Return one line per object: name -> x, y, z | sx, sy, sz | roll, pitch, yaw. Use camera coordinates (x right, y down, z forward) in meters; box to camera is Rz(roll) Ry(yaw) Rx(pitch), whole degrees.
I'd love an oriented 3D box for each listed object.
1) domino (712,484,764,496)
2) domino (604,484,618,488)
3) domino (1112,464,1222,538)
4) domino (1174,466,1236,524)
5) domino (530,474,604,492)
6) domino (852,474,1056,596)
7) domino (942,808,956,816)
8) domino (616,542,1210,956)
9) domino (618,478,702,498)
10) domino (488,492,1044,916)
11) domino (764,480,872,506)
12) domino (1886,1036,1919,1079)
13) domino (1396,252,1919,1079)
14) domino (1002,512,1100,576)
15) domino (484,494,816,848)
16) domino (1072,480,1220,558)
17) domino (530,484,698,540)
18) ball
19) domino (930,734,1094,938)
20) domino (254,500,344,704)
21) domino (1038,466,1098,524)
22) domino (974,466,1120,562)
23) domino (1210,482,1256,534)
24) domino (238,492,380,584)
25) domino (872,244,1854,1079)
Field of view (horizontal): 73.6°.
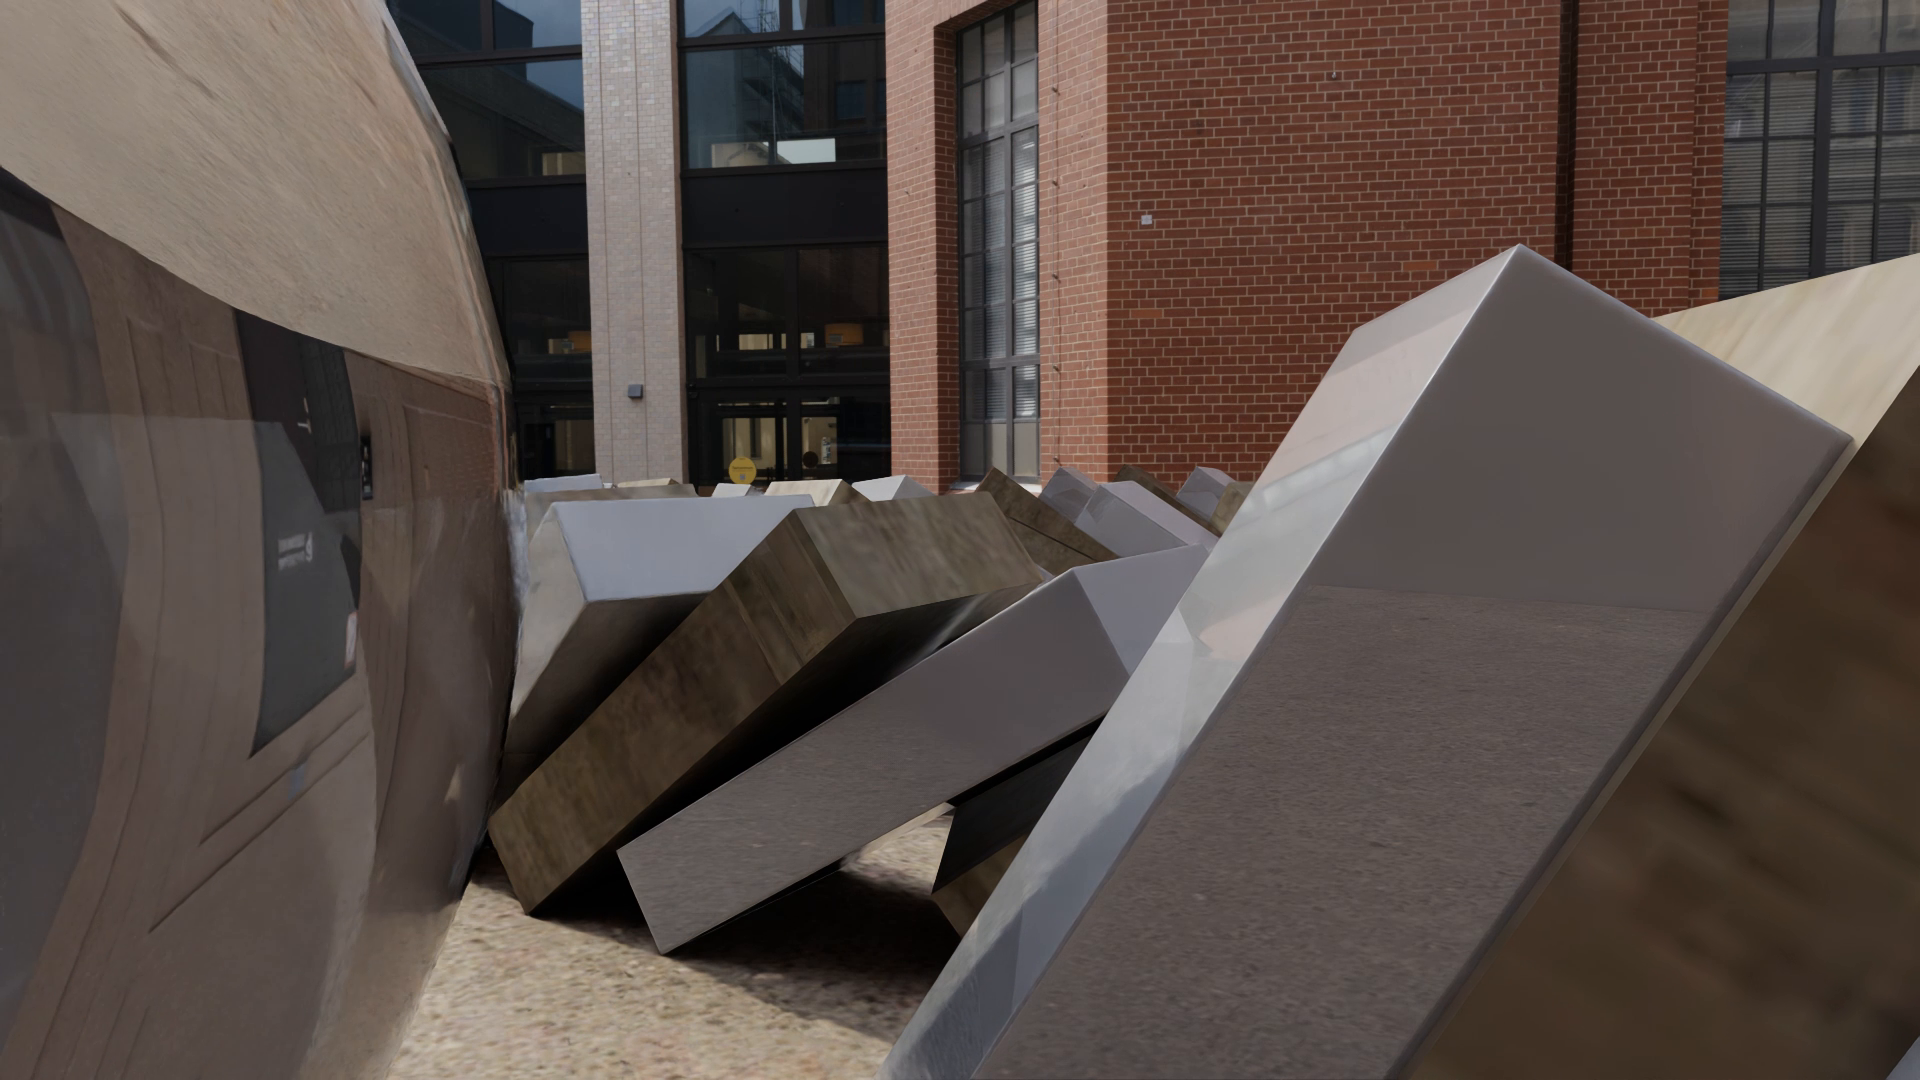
domino -> -0.033, 0.003, 0.296 | 0.050, 0.009, 0.025 | 31, -11, -25
domino -> -0.062, 0.005, 0.266 | 0.025, 0.009, 0.050 | 2, -27, 43
domino -> 0.061, 0.000, 0.322 | 0.050, 0.010, 0.025 | 37, 11, 14
domino -> 0.079, 0.000, 0.317 | 0.050, 0.009, 0.025 | 38, 15, 18
domino -> -0.057, 0.012, 0.148 | 0.025, 0.009, 0.050 | -8, -29, -30
domino -> 0.003, 0.006, 0.236 | 0.050, 0.009, 0.025 | 34, -15, -21
domino -> 0.000, 0.025, 0.172 | 0.025, 0.009, 0.050 | 0, 4, 0
domino -> -0.002, 0.017, 0.107 | 0.050, 0.009, 0.025 | -34, -13, 28
domino -> -0.051, 0.004, 0.281 | 0.050, 0.009, 0.025 | 35, -21, -33
domino -> -0.018, 0.015, 0.114 | 0.050, 0.009, 0.025 | -42, -19, 31
domino -> -0.010, 0.007, 0.224 | 0.050, 0.009, 0.025 | 37, -19, -29
domino -> 0.029, 0.016, 0.043 | 0.009, 0.050, 0.025 | 32, 8, 4
domino -> 0.018, 0.015, 0.046 | 0.009, 0.050, 0.025 | 32, 8, 4
domino -> 0.023, 0.007, 0.254 | 0.050, 0.009, 0.025 | 27, 3, 7
domino -> -0.035, 0.014, 0.125 | 0.025, 0.009, 0.050 | -4, -32, -41
domino -> 0.048, 0.006, 0.251 | 0.050, 0.009, 0.025 | 36, 17, 17
domino -> -0.046, 0.013, 0.136 | 0.025, 0.009, 0.050 | -5, -30, -36
ball -> -0.054, 0.000, 0.035 | 0.080, 0.080, 0.080 | 0, 4, 0
domino -> 0.022, 0.016, 0.108 | 0.050, 0.009, 0.025 | -35, 2, 7
domino -> -0.069, 0.012, 0.167 | 0.025, 0.010, 0.050 | -2, -30, -11
domino -> 0.044, 0.000, 0.325 | 0.050, 0.009, 0.025 | 36, 10, 9
domino -> 0.026, 0.000, 0.322 | 0.050, 0.009, 0.025 | 36, 4, -2
domino -> 0.074, 0.007, 0.247 | 0.025, 0.010, 0.050 | -3, 38, -35
domino -> -0.076, 0.010, 0.184 | 0.025, 0.009, 0.050 | -4, -29, 2
domino -> 0.007, 0.015, 0.048 | 0.010, 0.050, 0.025 | 32, 8, 4
